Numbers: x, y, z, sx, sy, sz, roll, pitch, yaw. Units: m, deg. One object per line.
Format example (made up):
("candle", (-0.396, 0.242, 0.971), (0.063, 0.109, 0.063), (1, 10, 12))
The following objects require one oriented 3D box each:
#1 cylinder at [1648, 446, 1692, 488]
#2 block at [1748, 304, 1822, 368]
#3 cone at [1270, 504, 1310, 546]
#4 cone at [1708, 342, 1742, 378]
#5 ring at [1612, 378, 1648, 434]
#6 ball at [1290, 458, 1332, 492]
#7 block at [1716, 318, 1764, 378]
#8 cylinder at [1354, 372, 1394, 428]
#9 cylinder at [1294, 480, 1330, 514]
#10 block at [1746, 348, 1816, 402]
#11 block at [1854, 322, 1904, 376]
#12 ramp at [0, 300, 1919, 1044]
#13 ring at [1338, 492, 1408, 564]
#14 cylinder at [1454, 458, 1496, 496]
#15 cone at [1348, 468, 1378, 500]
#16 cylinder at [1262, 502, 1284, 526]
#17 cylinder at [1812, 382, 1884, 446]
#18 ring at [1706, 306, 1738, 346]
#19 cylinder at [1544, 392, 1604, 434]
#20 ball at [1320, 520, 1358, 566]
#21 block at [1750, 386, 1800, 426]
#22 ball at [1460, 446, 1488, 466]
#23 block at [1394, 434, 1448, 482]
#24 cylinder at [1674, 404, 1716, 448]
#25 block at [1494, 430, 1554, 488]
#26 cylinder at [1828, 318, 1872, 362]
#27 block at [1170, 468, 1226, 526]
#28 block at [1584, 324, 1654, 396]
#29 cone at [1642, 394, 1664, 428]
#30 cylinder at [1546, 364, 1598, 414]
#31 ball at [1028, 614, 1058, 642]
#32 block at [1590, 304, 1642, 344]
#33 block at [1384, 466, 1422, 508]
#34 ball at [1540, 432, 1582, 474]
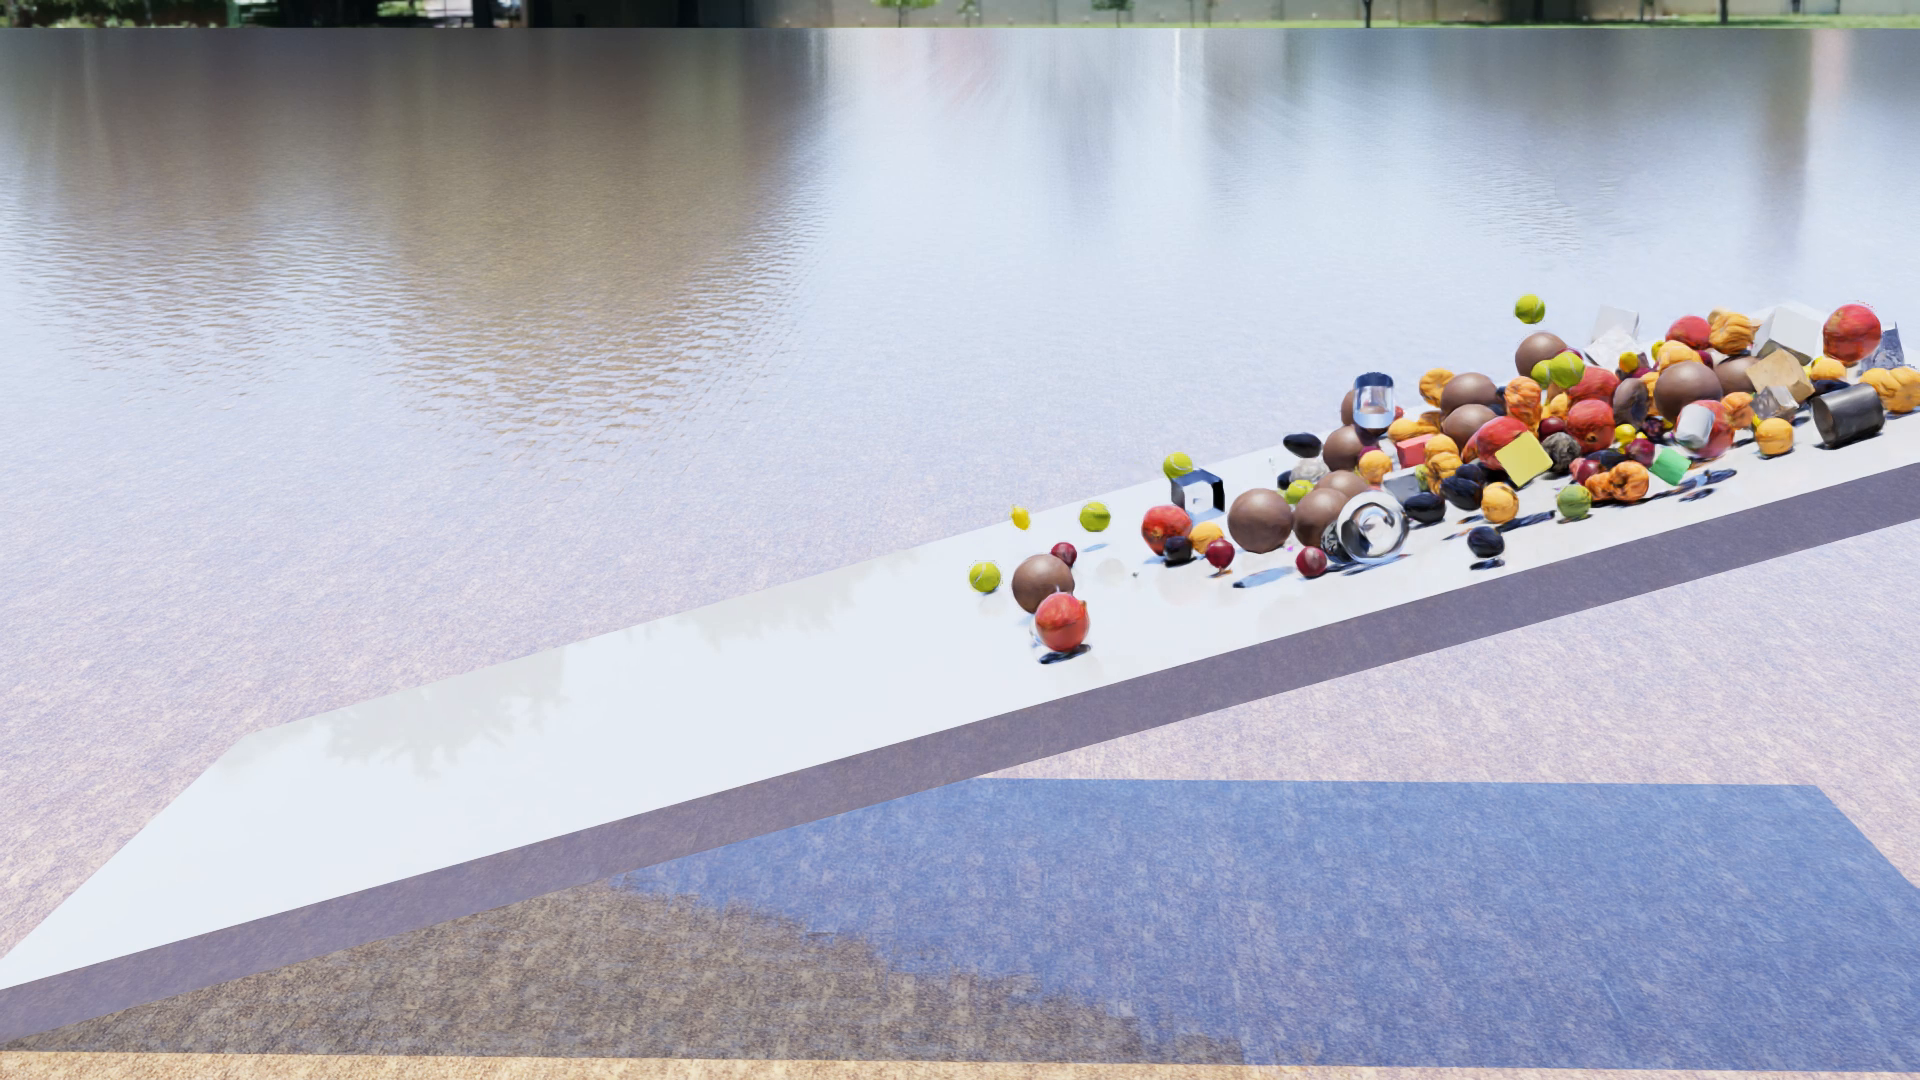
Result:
("cylinder", (1.328, -0.137, 5.498), (0.057, 0.057, 0.057), (33, 18, 10))
("block", (1.713, -0.405, 6.111), (0.100, 0.100, 0.100), (23, 55, 0))
("cone", (0.695, -0.021, 6.071), (0.088, 0.088, 0.088), (6, -8, 28))
("cone", (1.648, -0.400, 6.366), (0.072, 0.072, 0.072), (-5, -28, -3))
("ring", (1.335, -0.268, 5.854), (0.038, 0.113, 0.113), (8, 13, 38))
("ball", (0.767, -0.134, 6.432), (0.092, 0.092, 0.092), (0, 11, 0))
("block", (1.725, -0.421, 6.438), (0.099, 0.099, 0.099), (-16, 10, 4))
("cylinder", (0.907, -0.305, 6.441), (0.088, 0.088, 0.088), (4, -33, 2))
("cylinder", (0.758, -0.092, 6.322), (0.055, 0.055, 0.055), (-23, 22, -33))
("block", (1.617, -0.313, 5.796), (0.082, 0.082, 0.082), (-36, -34, 26))
("block", (1.894, -0.395, 6.057), (0.082, 0.082, 0.082), (-13, 10, 20))
("ramp", (0.089, 0.188, 6.322), (4.000, 0.100, 2.000), (-16, 10, 5))
("ring", (0.790, -0.024, 5.621), (0.143, 0.143, 0.048), (-2, 15, -12))
("cylinder", (1.049, -0.129, 5.998), (0.059, 0.059, 0.059), (-30, 25, -28))
("cone", (0.858, -0.127, 6.317), (0.066, 0.066, 0.066), (-16, 10, 3))
("cylinder", (0.668, -0.044, 6.143), (0.054, 0.054, 0.054), (-45, 2, 2))
("cylinder", (1.663, -0.236, 5.506), (0.096, 0.096, 0.096), (-17, 12, -4))
("ring", (1.763, -0.495, 6.808), (0.031, 0.094, 0.094), (7, 6, -29))
("cylinder", (1.325, -0.285, 6.358), (0.090, 0.090, 0.090), (-23, 22, -33))
("ball", (0.745, 0.004, 5.702), (0.090, 0.090, 0.090), (0, 11, 0))
("block", (1.553, -0.256, 5.608), (0.054, 0.054, 0.054), (-1, 52, -36))
("ball", (1.081, -0.169, 6.186), (0.061, 0.061, 0.061), (0, 11, 0))
("block", (0.993, -0.176, 6.330), (0.080, 0.080, 0.080), (-17, 10, -2))
("cylinder", (1.351, -0.208, 5.406), (0.060, 0.060, 0.060), (19, -18, 6))
("block", (1.077, -0.154, 5.609), (0.077, 0.077, 0.077), (-36, -9, 13))
("cylinder", (1.897, -0.426, 6.256), (0.073, 0.073, 0.073), (-17, 13, -5))
("block", (0.511, -0.092, 6.311), (0.082, 0.082, 0.082), (-20, 28, -24))
("block", (1.394, -0.376, 6.231), (0.093, 0.093, 0.093), (-35, 50, 0))
("cone", (1.394, -0.294, 6.060), (0.095, 0.095, 0.095), (-16, 33, 10))
("cylinder", (1.303, -0.323, 6.256), (0.083, 0.083, 0.083), (8, 27, 35))
("ball", (0.164, 0.173, 5.806), (0.058, 0.058, 0.058), (0, 11, 0))
("block", (1.421, -0.450, 6.374), (0.083, 0.083, 0.083), (15, -10, 21))
("block", (0.919, -0.107, 6.103), (0.066, 0.066, 0.066), (-14, 10, 12))
("ball", (1.213, -0.175, 5.945), (0.084, 0.084, 0.084), (0, 11, 0))
